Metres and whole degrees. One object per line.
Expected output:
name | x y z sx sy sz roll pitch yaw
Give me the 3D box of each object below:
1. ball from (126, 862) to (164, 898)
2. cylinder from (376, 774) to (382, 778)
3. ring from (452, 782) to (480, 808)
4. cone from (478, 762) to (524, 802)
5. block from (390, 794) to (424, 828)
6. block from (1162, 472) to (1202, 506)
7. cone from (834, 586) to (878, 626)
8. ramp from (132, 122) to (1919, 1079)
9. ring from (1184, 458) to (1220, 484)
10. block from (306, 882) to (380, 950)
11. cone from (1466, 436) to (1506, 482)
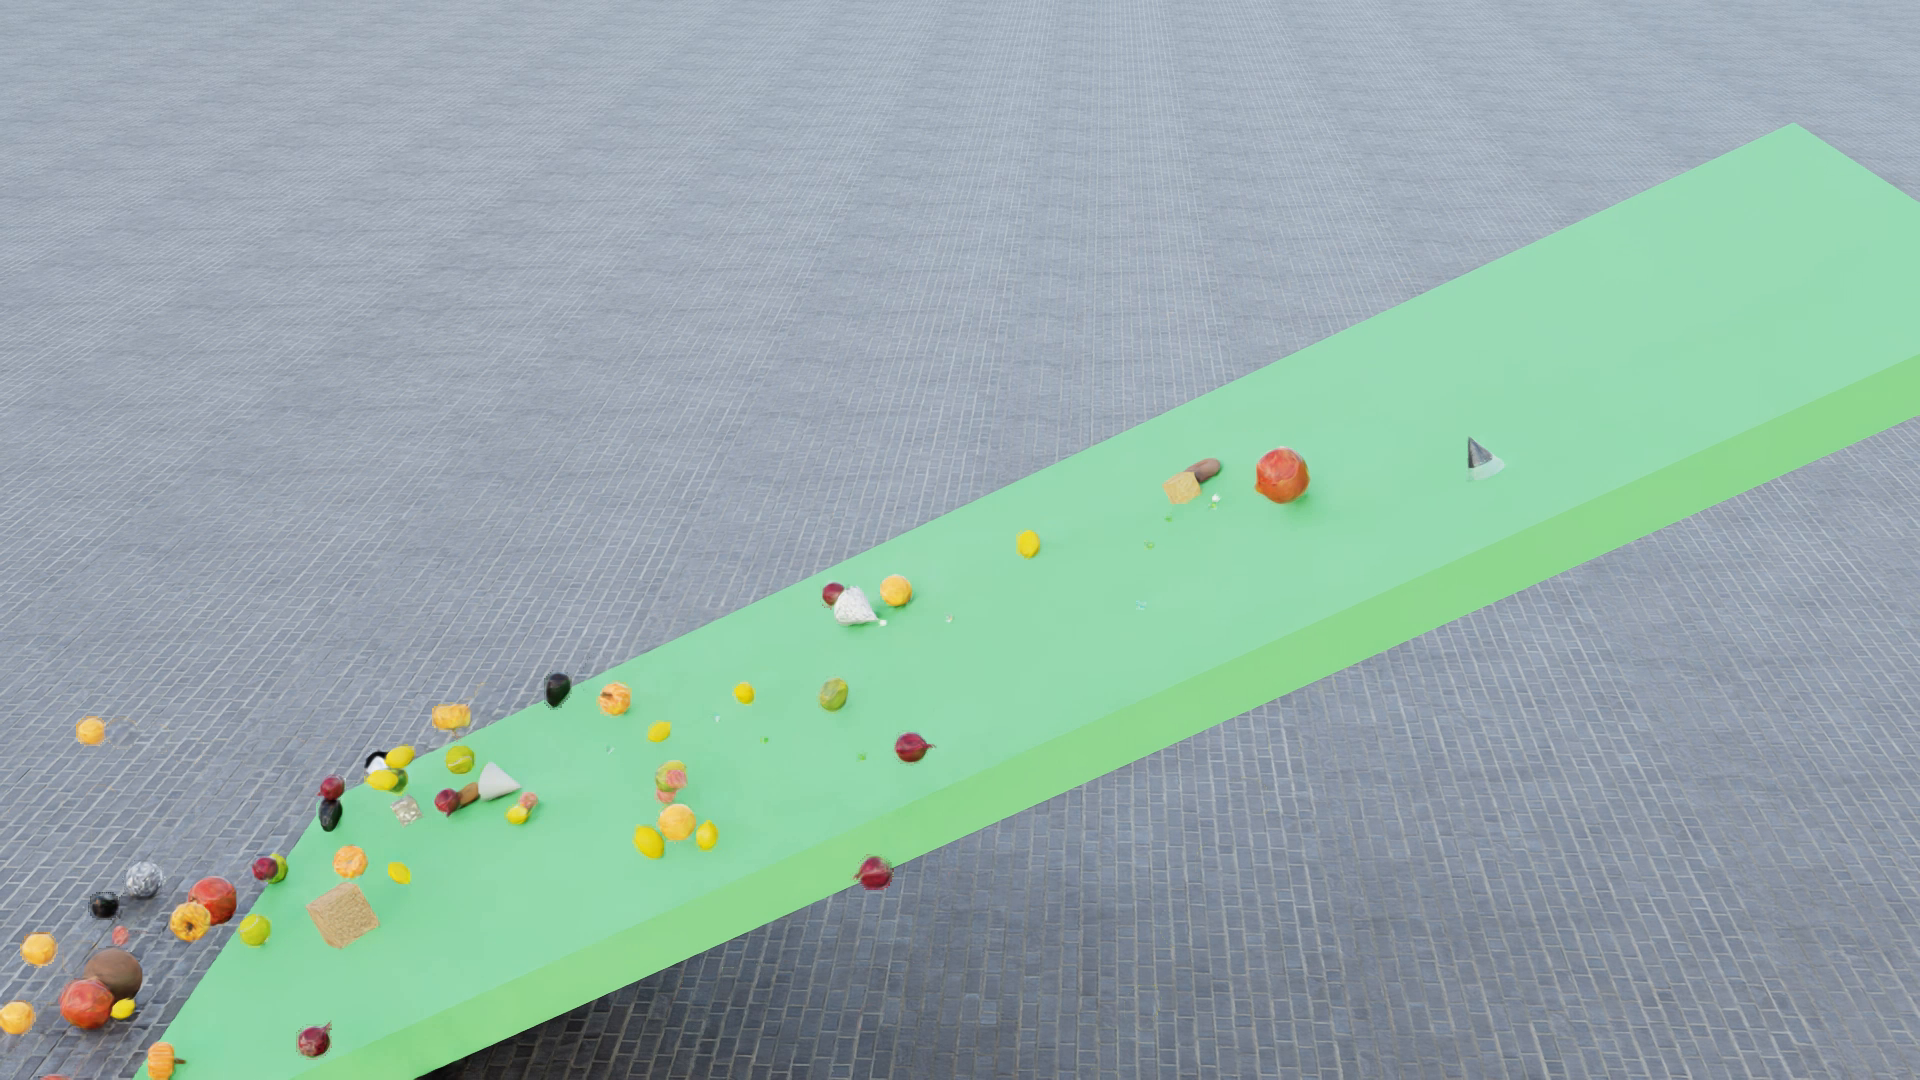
ball | -1.990 0.828 7.175 0.090 0.090 0.090 0 16 0
cylinder | -1.503 0.663 7.727 0.095 0.095 0.095 -5 0 -16
ring | -1.147 0.594 6.852 0.080 0.027 0.080 -33 16 11
cone | -1.041 0.562 6.750 0.092 0.092 0.092 7 18 18
block | -1.305 0.639 6.937 0.054 0.054 0.054 -30 14 -12
block | 0.479 -0.112 6.349 0.052 0.052 0.052 -35 15 -29
cone | -0.218 0.166 6.659 0.096 0.096 0.096 24 28 39
ramp | 0.138 0.168 6.281 4.000 0.100 2.000 -25 14 10
ring | 0.528 -0.150 6.445 0.093 0.031 0.093 -26 12 6
block | -1.314 0.799 6.260 0.099 0.099 0.099 -33 15 -25
cone | 0.973 -0.162 5.532 0.080 0.080 0.080 -25 13 7
